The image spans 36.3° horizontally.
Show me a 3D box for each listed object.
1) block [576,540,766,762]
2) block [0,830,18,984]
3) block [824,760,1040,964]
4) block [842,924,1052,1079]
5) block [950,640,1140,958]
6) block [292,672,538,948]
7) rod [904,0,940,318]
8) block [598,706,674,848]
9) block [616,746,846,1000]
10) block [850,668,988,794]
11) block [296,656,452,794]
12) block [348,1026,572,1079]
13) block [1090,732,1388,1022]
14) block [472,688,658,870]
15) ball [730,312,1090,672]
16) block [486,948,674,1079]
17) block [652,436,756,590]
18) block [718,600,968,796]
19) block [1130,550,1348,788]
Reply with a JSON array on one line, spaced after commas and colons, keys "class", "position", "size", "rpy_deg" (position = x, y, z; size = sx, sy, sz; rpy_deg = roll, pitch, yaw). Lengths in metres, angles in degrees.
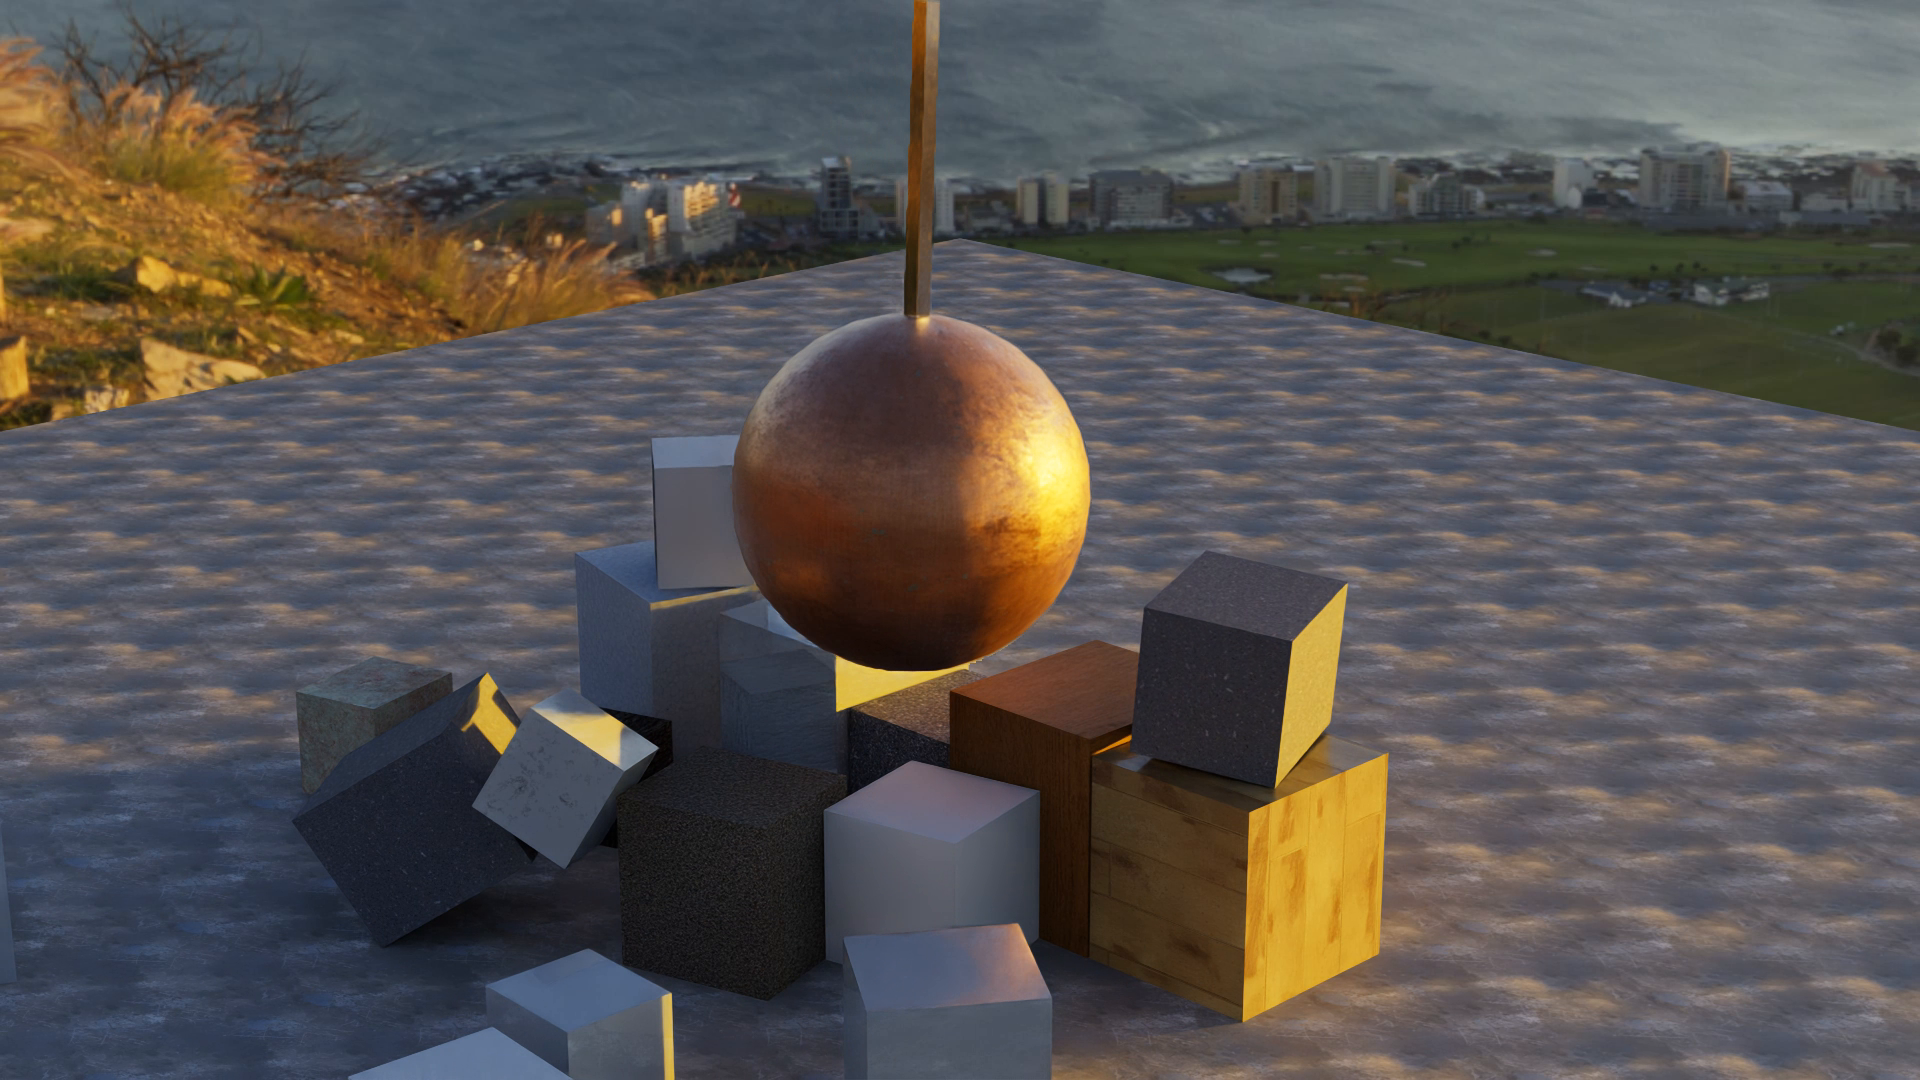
[{"class": "block", "position": [-1.303, 0.585, 14.834], "size": [0.960, 0.990, 0.921], "rpy_deg": [-10, 20, -28]}, {"class": "block", "position": [-4.495, 1.466, 12.480], "size": [0.810, 0.720, 0.725], "rpy_deg": [-6, 19, -20]}, {"class": "block", "position": [-0.116, 1.441, 12.603], "size": [0.662, 0.693, 0.677], "rpy_deg": [11, 20, 31]}, {"class": "block", "position": [-0.056, 1.926, 11.058], "size": [0.684, 0.695, 0.650], "rpy_deg": [-3, 18, -9]}, {"class": "block", "position": [0.587, 1.129, 13.073], "size": [0.835, 1.007, 0.954], "rpy_deg": [17, 24, 42]}, {"class": "block", "position": [-2.309, 1.180, 12.910], "size": [0.806, 0.684, 0.759], "rpy_deg": [-30, 12, 14]}, {"class": "rod", "position": [-0.095, -3.488, 12.146], "size": [0.080, 5.200, 0.080], "rpy_deg": [17, 21, 42]}, {"class": "block", "position": [-1.716, 1.122, 13.991], "size": [0.502, 0.470, 0.503], "rpy_deg": [9, 19, 25]}, {"class": "block", "position": [-0.965, 1.413, 12.552], "size": [0.732, 0.777, 0.662], "rpy_deg": [9, 20, 27]}, {"class": "block", "position": [0.025, 1.107, 13.671], "size": [0.752, 0.691, 0.758], "rpy_deg": [-17, 24, -42]}, {"class": "block", "position": [-2.869, 0.948, 14.445], "size": [0.491, 0.530, 0.585], "rpy_deg": [10, 20, 28]}, {"class": "block", "position": [-1.756, 2.182, 10.465], "size": [0.597, 0.563, 0.582], "rpy_deg": [-14, 22, -38]}, {"class": "block", "position": [1.183, 1.349, 12.500], "size": [0.917, 0.931, 0.854], "rpy_deg": [-17, 24, -42]}, {"class": "block", "position": [-1.669, 1.004, 12.438], "size": [0.477, 0.506, 0.480], "rpy_deg": [33, 13, 6]}, {"class": "ball", "position": [-0.219, -0.211, 13.046], "size": [1.600, 1.600, 1.600], "rpy_deg": [0, 17, 0]}, {"class": "block", "position": [-1.445, 1.963, 11.183], "size": [0.480, 0.550, 0.530], "rpy_deg": [-16, 23, -40]}, {"class": "block", "position": [-1.242, -0.145, 14.484], "size": [0.531, 0.612, 0.550], "rpy_deg": [-2, 18, -7]}, {"class": "block", "position": [-0.556, 0.808, 14.157], "size": [0.863, 0.970, 0.827], "rpy_deg": [-17, 24, -42]}, {"class": "block", "position": [1.175, 0.531, 12.322], "size": [0.639, 0.656, 0.751], "rpy_deg": [13, 23, 21]}]
